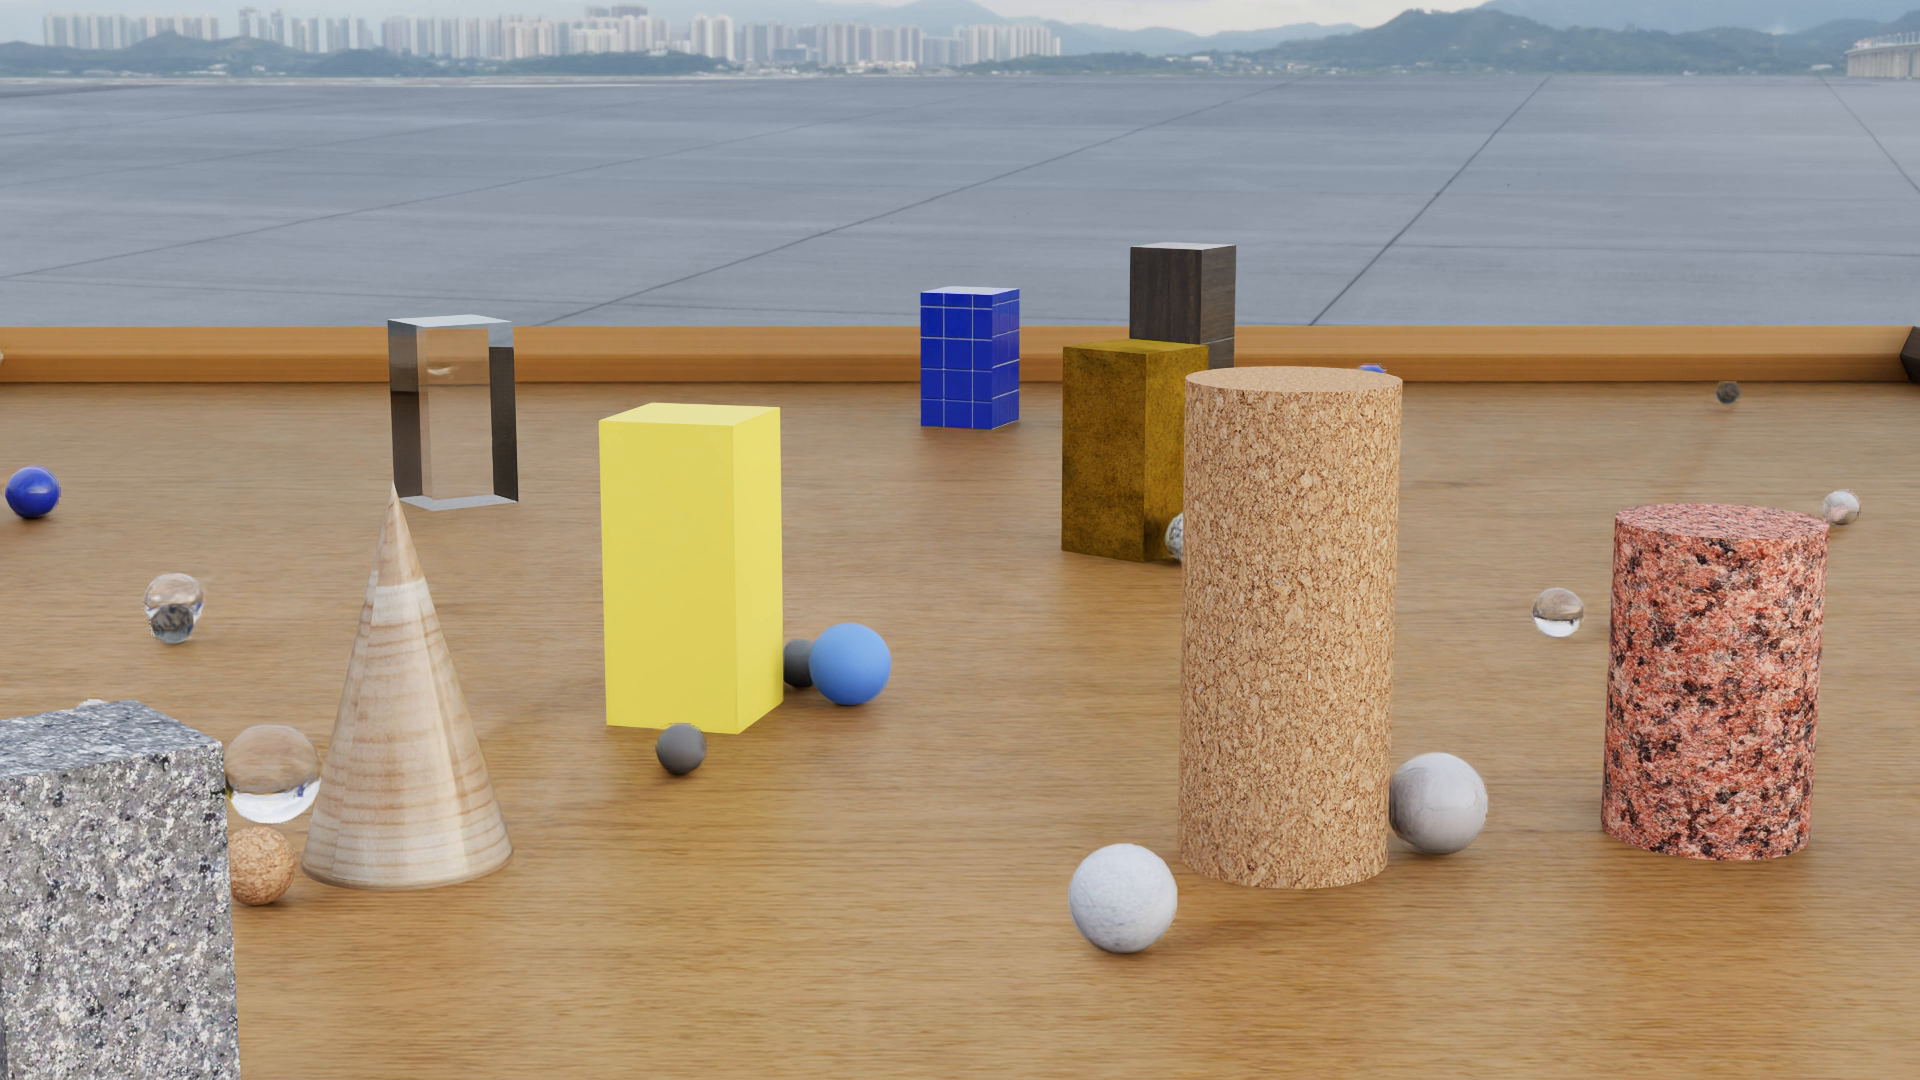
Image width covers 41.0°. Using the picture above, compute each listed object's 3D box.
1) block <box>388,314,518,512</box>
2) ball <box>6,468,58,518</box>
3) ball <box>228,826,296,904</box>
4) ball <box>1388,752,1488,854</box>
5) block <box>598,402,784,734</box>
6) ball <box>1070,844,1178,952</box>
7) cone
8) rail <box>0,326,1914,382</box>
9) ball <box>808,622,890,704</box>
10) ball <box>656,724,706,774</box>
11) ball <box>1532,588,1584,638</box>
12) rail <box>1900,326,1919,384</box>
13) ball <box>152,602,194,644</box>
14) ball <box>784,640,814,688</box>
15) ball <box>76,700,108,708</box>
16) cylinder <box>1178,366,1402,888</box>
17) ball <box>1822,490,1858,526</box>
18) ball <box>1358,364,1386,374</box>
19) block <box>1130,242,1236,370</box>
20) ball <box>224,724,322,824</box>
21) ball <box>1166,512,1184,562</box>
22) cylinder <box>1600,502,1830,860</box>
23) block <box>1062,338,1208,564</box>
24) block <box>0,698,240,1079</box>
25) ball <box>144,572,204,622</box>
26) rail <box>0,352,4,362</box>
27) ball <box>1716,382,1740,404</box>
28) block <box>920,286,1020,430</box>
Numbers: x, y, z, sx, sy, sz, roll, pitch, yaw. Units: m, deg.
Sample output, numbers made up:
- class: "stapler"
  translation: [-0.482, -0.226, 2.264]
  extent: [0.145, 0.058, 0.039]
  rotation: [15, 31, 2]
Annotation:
- class: "block"
  translation: [-0.852, -0.217, 4.310]
  extent: [0.155, 0.304, 0.155]
  rotation: [-7, 13, -35]
- class: "ball"
  translation: [-1.506, -0.077, 4.163]
  extent: [0.082, 0.082, 0.082]
  rotation: [0, 11, 0]
- class: "ball"
  translation: [-0.617, 0.285, 2.250]
  extent: [0.068, 0.068, 0.068]
  rotation: [0, 11, 0]
- class: "ball"
  translation: [0.444, 0.245, 2.395]
  extent: [0.094, 0.094, 0.094]
  rotation: [0, 11, 0]
- class: "block"
  translation: [-0.299, 0.028, 2.886]
  extent: [0.155, 0.342, 0.155]
  rotation: [3, 11, 15]
- class: "ball"
  translation: [0.136, 0.297, 2.129]
  extent: [0.090, 0.090, 0.090]
  rotation: [0, 11, 0]
- class: "cone"
  translation: [-0.513, 0.121, 2.351]
  extent: [0.194, 0.355, 0.194]
  rotation: [0, 11, 0]
- class: "rail"
  translation: [-0.015, -0.428, 5.927]
  extent: [4.456, 0.126, 0.045]
  rotation: [0, 11, 0]
- class: "ball"
  translation: [-0.127, 0.142, 2.951]
  extent: [0.095, 0.095, 0.095]
  rotation: [0, 11, 0]
- class: "ball"
  translation: [-0.290, 0.217, 2.664]
  extent: [0.051, 0.051, 0.051]
  rotation: [0, 11, 0]
- class: "ball"
  translation: [0.769, 0.093, 3.297]
  extent: [0.064, 0.064, 0.064]
  rotation: [0, 11, 0]
- class: "rail"
  translation: [2.204, 0.030, 3.462]
  extent: [0.045, 0.126, 5.087]
  rotation: [0, 11, 0]
- class: "ball"
  translation: [-1.000, 0.106, 3.261]
  extent: [0.052, 0.052, 0.052]
  rotation: [0, 11, 0]
- class: "ball"
  translation: [-0.187, 0.146, 3.030]
  extent: [0.058, 0.058, 0.058]
  rotation: [0, 11, 0]
- class: "ball"
  translation: [-0.939, 0.197, 2.784]
  extent: [0.048, 0.048, 0.048]
  rotation: [0, 11, 0]
- class: "cylinder"
  translation: [0.300, 0.075, 2.349]
  extent: [0.194, 0.447, 0.194]
  rotation: [0, 11, 0]
- class: "ball"
  translation: [1.407, -0.051, 4.099]
  extent: [0.055, 0.055, 0.055]
  rotation: [0, 11, 0]
- class: "ball"
  translation: [0.886, -0.336, 5.542]
  extent: [0.087, 0.087, 0.087]
  rotation: [0, 11, 0]
- class: "block"
  translation: [0.440, -0.396, 5.084]
  extent: [0.155, 0.373, 0.155]
  rotation: [6, 12, 31]
- class: "ball"
  translation: [-0.668, 0.227, 2.488]
  extent: [0.097, 0.097, 0.097]
  rotation: [0, 11, 0]
- class: "ball"
  translation: [0.341, -0.004, 3.784]
  extent: [0.077, 0.077, 0.077]
  rotation: [0, 11, 0]
- class: "cylinder"
  translation: [0.717, 0.130, 2.443]
  extent: [0.194, 0.303, 0.194]
  rotation: [0, 11, 0]
- class: "block"
  translation: [0.263, -0.138, 3.867]
  extent: [0.155, 0.310, 0.155]
  rotation: [9, 14, 40]
- class: "block"
  translation: [-0.602, 0.271, 1.751]
  extent: [0.155, 0.279, 0.155]
  rotation: [-8, 13, -38]
- class: "ball"
  translation: [-1.022, 0.080, 3.338]
  extent: [0.076, 0.076, 0.076]
  rotation: [0, 11, 0]
- class: "rail"
  translation: [-2.204, 0.035, 3.437]
  extent: [0.045, 0.126, 5.087]
  rotation: [0, 11, 0]
- class: "ball"
  translation: [1.662, -0.318, 5.555]
  extent: [0.048, 0.048, 0.048]
  rotation: [0, 11, 0]
- class: "block"
  translation: [0.021, -0.374, 5.246]
  extent: [0.155, 0.272, 0.155]
  rotation: [4, 11, 21]
